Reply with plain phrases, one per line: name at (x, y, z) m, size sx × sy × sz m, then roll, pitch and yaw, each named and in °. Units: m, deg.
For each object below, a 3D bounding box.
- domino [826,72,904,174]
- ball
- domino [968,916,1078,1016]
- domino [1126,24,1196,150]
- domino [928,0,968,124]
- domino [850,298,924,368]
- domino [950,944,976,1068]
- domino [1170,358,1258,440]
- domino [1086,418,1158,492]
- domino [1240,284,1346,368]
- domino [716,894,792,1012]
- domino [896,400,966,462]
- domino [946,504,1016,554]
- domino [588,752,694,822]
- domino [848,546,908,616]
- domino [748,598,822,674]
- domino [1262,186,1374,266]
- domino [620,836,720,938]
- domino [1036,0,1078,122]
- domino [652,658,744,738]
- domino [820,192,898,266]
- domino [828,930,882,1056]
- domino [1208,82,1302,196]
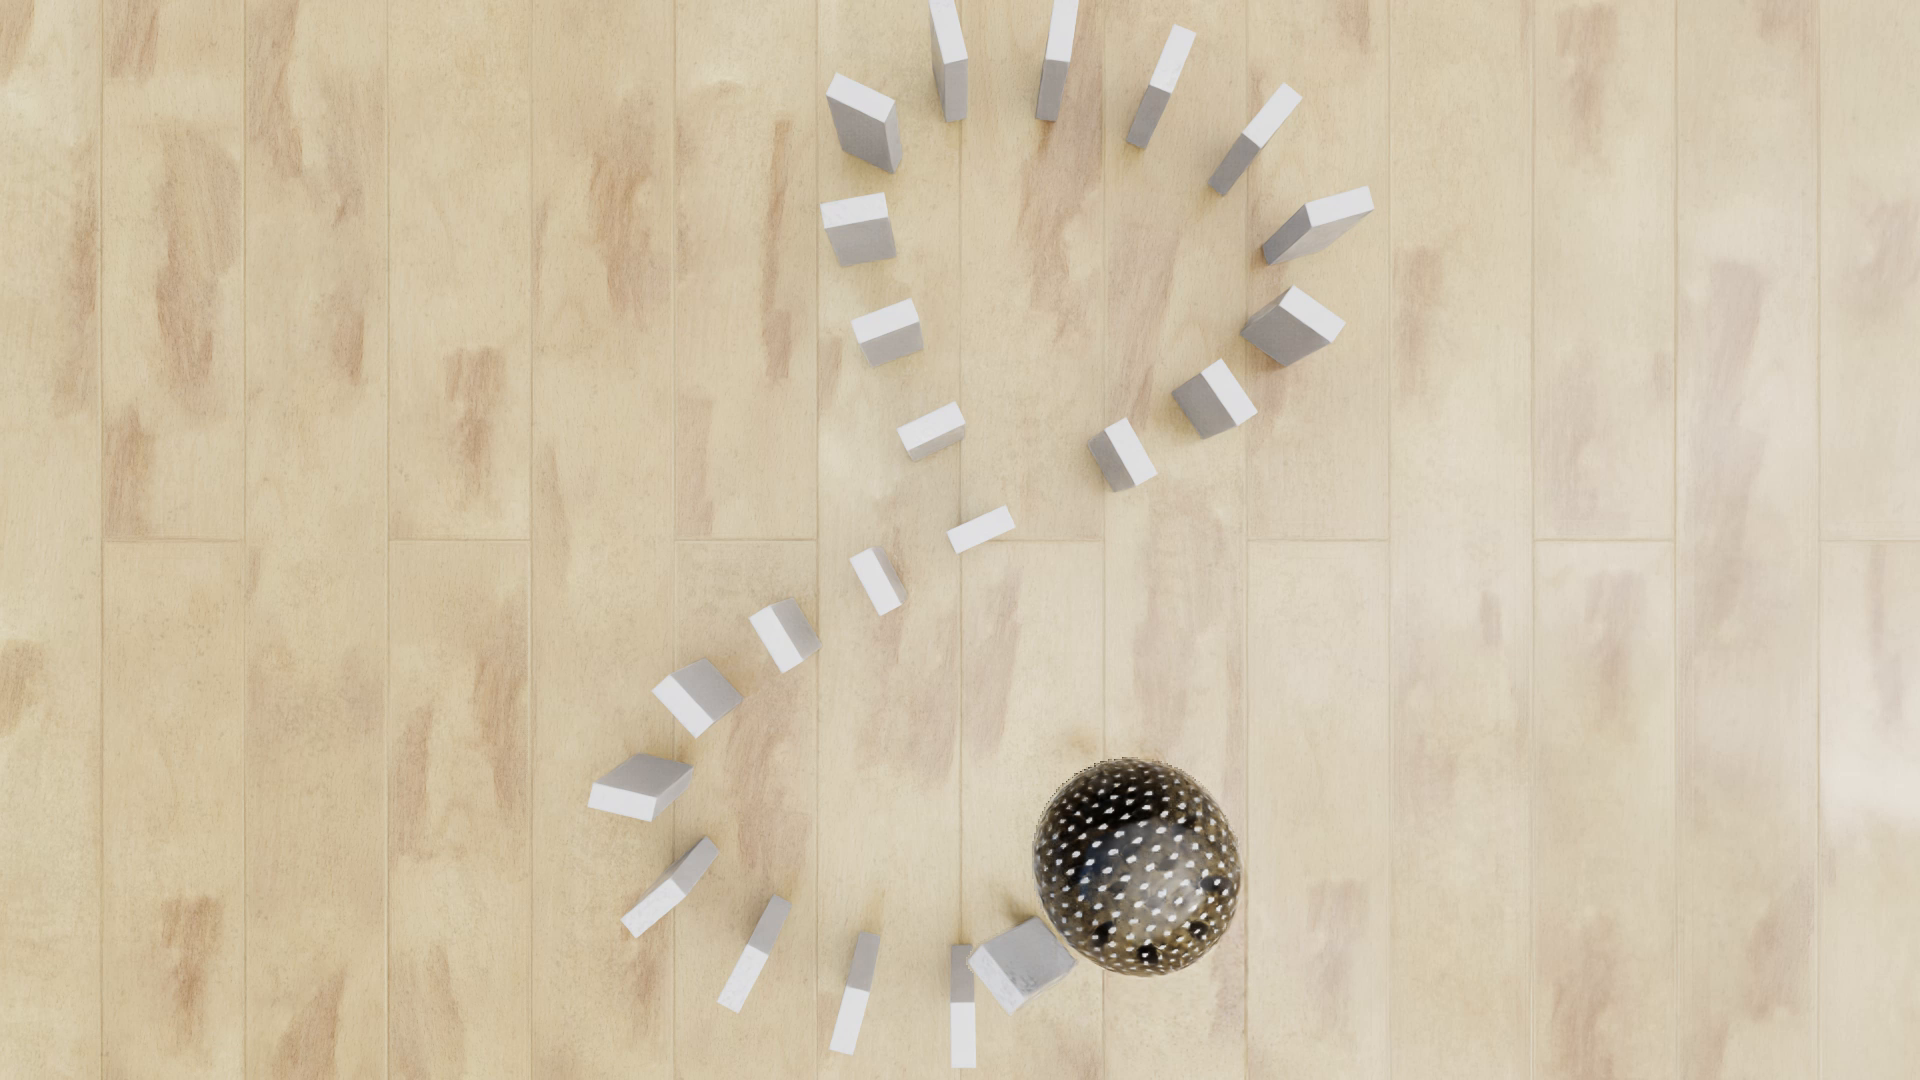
domino at (-0.038, -0.169, 0.375) m, size 0.025 × 0.050 × 0.009 m, roll 26°, pitch 90°, yaw 0°
ball at (0.069, 0.127, 0.360) m, size 0.080 × 0.080 × 0.080 m, roll 0°, pitch 90°, yaw 0°
domino at (0.026, 0.171, 0.372) m, size 0.025 × 0.050 × 0.009 m, roll 44°, pitch 105°, yaw 28°
domino at (0.081, -0.184, 0.375) m, size 0.010 × 0.050 × 0.025 m, roll 22°, pitch 90°, yaw 0°
domino at (-0.005, -0.195, 0.375) m, size 0.009 × 0.050 × 0.025 m, roll -14°, pitch 90°, yaw 0°
domino at (-0.029, -0.084, 0.375) m, size 0.025 × 0.050 × 0.010 m, roll -21°, pitch 90°, yaw 0°
domino at (0.001, 0.189, 0.375) m, size 0.009 × 0.050 × 0.025 m, roll -1°, pitch 90°, yaw 0°
domino at (0.103, -0.057, 0.375) m, size 0.010 × 0.050 × 0.025 m, roll -34°, pitch 90°, yaw 0°
domino at (0.065, -0.034, 0.375) m, size 0.010 × 0.050 × 0.025 m, roll -29°, pitch 90°, yaw 0°
domino at (0.135, -0.086, 0.375) m, size 0.025 × 0.050 × 0.010 m, roll 36°, pitch 90°, yaw 0°
domino at (-0.083, 0.168, 0.375) m, size 0.010 × 0.050 × 0.025 m, roll 28°, pitch 90°, yaw 0°
domino at (-0.011, -0.044, 0.375) m, size 0.025 × 0.050 × 0.009 m, roll -25°, pitch 90°, yaw 0°
domino at (0.008, -0.004, 0.375) m, size 0.025 × 0.050 × 0.010 m, roll -24°, pitch 90°, yaw 0°
domino at (-0.129, 0.100, 0.375) m, size 0.025 × 0.050 × 0.010 m, roll 13°, pitch 90°, yaw 0°
domino at (-0.032, 0.016, 0.375) m, size 0.010 × 0.050 × 0.025 m, roll -28°, pitch 90°, yaw 0°
domino at (-0.070, 0.038, 0.375) m, size 0.009 × 0.050 × 0.025 m, roll -31°, pitch 90°, yaw 0°
domino at (0.145, -0.128, 0.375) m, size 0.025 × 0.050 × 0.010 m, roll -16°, pitch 90°, yaw 0°
domino at (-0.117, 0.141, 0.375) m, size 0.025 × 0.050 × 0.010 m, roll -40°, pitch 90°, yaw 0°
domino at (0.039, -0.196, 0.375) m, size 0.010 × 0.050 × 0.025 m, roll 8°, pitch 90°, yaw 0°
domino at (-0.106, 0.064, 0.375) m, size 0.009 × 0.050 × 0.025 m, roll -43°, pitch 90°, yaw 0°
domino at (-0.040, -0.126, 0.375) m, size 0.025 × 0.050 × 0.009 m, roll -10°, pitch 90°, yaw 0°
domino at (-0.042, 0.184, 0.375) m, size 0.009 × 0.050 × 0.025 m, roll 15°, pitch 90°, yaw 0°
domino at (0.119, -0.162, 0.375) m, size 0.010 × 0.050 × 0.025 m, roll 40°, pitch 90°, yaw 0°
